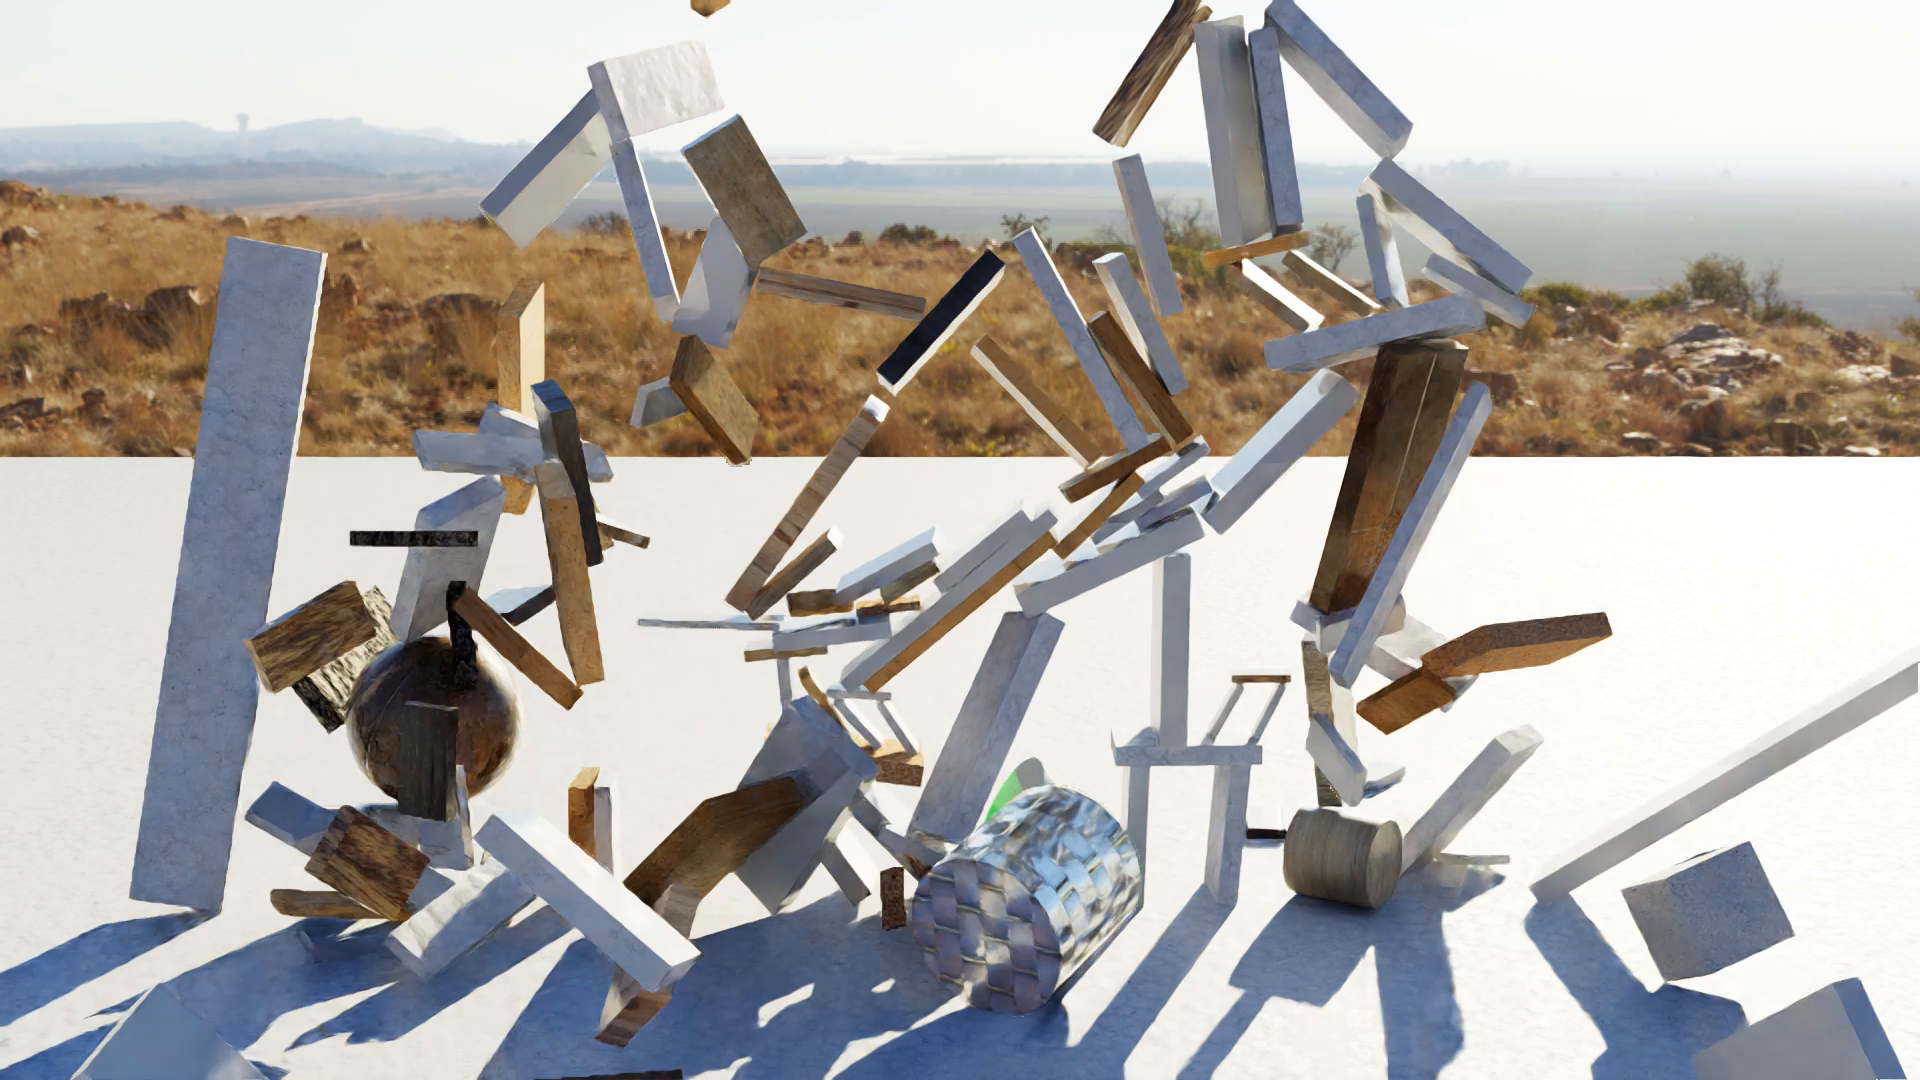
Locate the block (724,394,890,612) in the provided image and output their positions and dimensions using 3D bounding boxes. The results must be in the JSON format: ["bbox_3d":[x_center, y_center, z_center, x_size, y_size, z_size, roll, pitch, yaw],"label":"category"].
[{"bbox_3d":[-0.245,-0.059,3.530,0.037,0.387,0.130,36,13,-5],"label":"block"}]

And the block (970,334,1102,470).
[{"bbox_3d":[0.122,-0.221,3.541,0.026,0.268,0.092,-44,1,-5],"label":"block"}]

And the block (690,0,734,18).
[{"bbox_3d":[-0.326,-0.908,3.391,0.033,0.118,0.236,31,49,16],"label":"block"}]

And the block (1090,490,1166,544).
[{"bbox_3d":[0.266,-0.041,3.549,0.134,0.019,0.067,-34,9,2],"label":"block"}]

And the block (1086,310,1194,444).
[{"bbox_3d":[0.289,-0.265,3.572,0.034,0.239,0.120,-36,6,1],"label":"block"}]

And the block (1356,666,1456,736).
[{"bbox_3d":[0.693,0.251,3.425,0.142,0.071,0.020,-37,26,41],"label":"block"}]

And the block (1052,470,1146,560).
[{"bbox_3d":[0.219,-0.044,3.544,0.182,0.026,0.091,-44,7,3],"label":"block"}]

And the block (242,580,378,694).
[{"bbox_3d":[-0.892,0.132,3.022,0.024,0.085,0.170,6,31,45],"label":"block"}]

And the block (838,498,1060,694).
[{"bbox_3d":[-0.018,0.091,3.573,0.442,0.027,0.095,-40,8,8],"label":"block"}]

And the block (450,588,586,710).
[{"bbox_3d":[-0.558,0.141,2.791,0.115,0.033,0.230,40,-10,17],"label":"block"}]

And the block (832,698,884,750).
[{"bbox_3d":[-0.168,0.298,3.627,0.015,0.106,0.053,-41,9,7],"label":"block"}]

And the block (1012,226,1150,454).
[{"bbox_3d":[0.194,-0.321,3.521,0.034,0.387,0.120,-29,8,8],"label":"block"}]

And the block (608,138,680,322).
[{"bbox_3d":[-0.489,-0.482,3.437,0.037,0.258,0.129,-16,-10,-4],"label":"block"}]

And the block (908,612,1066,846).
[{"bbox_3d":[0.042,0.300,3.539,0.044,0.391,0.157,29,-12,-19],"label":"block"}]

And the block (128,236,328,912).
[{"bbox_3d":[-1.178,0.061,3.537,0.147,1.080,0.042,10,5,-7],"label":"block"}]

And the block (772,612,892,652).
[{"bbox_3d":[-0.207,0.146,3.572,0.191,0.027,0.095,-7,12,0],"label":"block"}]

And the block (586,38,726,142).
[{"bbox_3d":[-0.468,-0.701,3.415,0.033,0.118,0.302,-13,13,27],"label":"block"}]

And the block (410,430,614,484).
[{"bbox_3d":[-0.655,-0.122,3.234,0.303,0.019,0.066,3,44,-39],"label":"block"}]

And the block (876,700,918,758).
[{"bbox_3d":[-0.104,0.305,3.629,0.015,0.106,0.053,-32,9,6],"label":"block"}]

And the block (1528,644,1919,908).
[{"bbox_3d":[1.305,0.316,3.453,0.943,0.041,0.144,-38,-8,27],"label":"block"}]

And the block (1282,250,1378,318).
[{"bbox_3d":[0.582,-0.401,3.453,0.160,0.023,0.080,35,15,9],"label":"block"}]

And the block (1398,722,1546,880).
[{"bbox_3d":[0.847,0.440,3.705,0.042,0.311,0.147,47,29,22],"label":"block"}]

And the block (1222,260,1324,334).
[{"bbox_3d":[0.499,-0.387,3.501,0.160,0.023,0.080,39,24,12],"label":"block"}]

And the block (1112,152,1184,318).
[{"bbox_3d":[0.299,-0.488,3.508,0.036,0.257,0.128,-17,9,2],"label":"block"}]

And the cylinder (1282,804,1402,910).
[{"bbox_3d":[0.632,0.522,3.630,0.148,0.148,0.148,7,13,34],"label":"cylinder"}]

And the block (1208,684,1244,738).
[{"bbox_3d":[0.436,0.276,3.605,0.014,0.097,0.049,29,12,0],"label":"block"}]

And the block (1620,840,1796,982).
[{"bbox_3d":[1.102,0.549,3.246,0.149,0.149,0.149,-20,-11,-14],"label":"block"}]

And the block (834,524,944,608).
[{"bbox_3d":[-0.113,0.042,3.568,0.184,0.026,0.092,-28,13,13],"label":"block"}]

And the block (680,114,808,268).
[{"bbox_3d":[-0.300,-0.484,3.055,0.095,0.189,0.027,-33,25,-7],"label":"block"}]

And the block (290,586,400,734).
[{"bbox_3d":[-1.038,0.201,3.760,0.042,0.147,0.294,-32,10,23],"label":"block"}]

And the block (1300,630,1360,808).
[{"bbox_3d":[0.620,0.281,3.668,0.042,0.293,0.147,-2,17,23],"label":"block"}]

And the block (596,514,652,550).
[{"bbox_3d":[-0.518,-0.019,3.230,0.066,0.019,0.131,26,2,29],"label":"block"}]

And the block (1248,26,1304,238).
[{"bbox_3d":[0.500,-0.640,3.498,0.041,0.313,0.146,-8,-5,5],"label":"block"}]

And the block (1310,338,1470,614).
[{"bbox_3d":[0.679,-0.100,3.493,0.156,0.449,0.044,-9,32,-35],"label":"block"}]

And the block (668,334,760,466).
[{"bbox_3d":[-0.368,-0.209,3.298,0.027,0.189,0.094,-13,46,24],"label":"block"}]

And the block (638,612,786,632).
[{"bbox_3d":[-0.402,0.132,3.572,0.235,0.013,0.047,1,14,7],"label":"block"}]

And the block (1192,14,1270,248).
[{"bbox_3d":[0.430,-0.646,3.469,0.036,0.347,0.128,-2,16,28],"label":"block"}]

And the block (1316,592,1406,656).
[{"bbox_3d":[0.635,0.133,3.484,0.142,0.071,0.020,-17,49,-5],"label":"block"}]

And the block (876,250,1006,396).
[{"bbox_3d":[-0.031,-0.343,3.489,0.037,0.259,0.130,42,-3,1],"label":"block"}]

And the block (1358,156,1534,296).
[{"bbox_3d":[0.759,-0.486,3.454,0.292,0.041,0.146,39,3,2],"label":"block"}]

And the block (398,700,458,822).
[{"bbox_3d":[-0.799,0.332,3.302,0.085,0.170,0.024,6,9,22],"label":"block"}]

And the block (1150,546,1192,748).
[{"bbox_3d":[0.342,0.166,3.590,0.044,0.314,0.157,0,10,-1],"label":"block"}]

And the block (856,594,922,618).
[{"bbox_3d":[-0.116,0.108,3.592,0.104,0.015,0.052,-7,10,1],"label":"block"}]

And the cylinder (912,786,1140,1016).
[{"bbox_3d":[0.099,0.525,3.227,0.248,0.248,0.248,6,23,31],"label":"cylinder"}]

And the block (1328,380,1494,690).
[{"bbox_3d":[0.699,-0.008,3.399,0.025,0.510,0.090,24,-10,25],"label":"block"}]

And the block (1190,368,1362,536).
[{"bbox_3d":[0.502,-0.144,3.529,0.044,0.311,0.156,44,6,-9],"label":"block"}]

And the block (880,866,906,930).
[{"bbox_3d":[-0.107,0.569,3.494,0.013,0.094,0.047,10,-22,-35],"label":"block"}]

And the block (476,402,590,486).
[{"bbox_3d":[-0.671,-0.138,3.468,0.185,0.093,0.026,23,24,-6],"label":"block"}]

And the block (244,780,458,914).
[{"bbox_3d":[-0.933,0.499,3.442,0.375,0.023,0.081,30,33,-1],"label":"block"}]

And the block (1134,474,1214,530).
[{"bbox_3d":[0.342,-0.061,3.540,0.134,0.019,0.067,-29,9,8],"label":"block"}]

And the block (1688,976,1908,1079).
[{"bbox_3d":[0.991,0.635,2.605,0.041,0.144,0.287,-7,-27,-24],"label":"block"}]

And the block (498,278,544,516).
[{"bbox_3d":[-0.710,-0.230,3.568,0.037,0.368,0.129,9,34,3],"label":"block"}]

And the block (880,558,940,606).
[{"bbox_3d":[-0.082,0.065,3.576,0.104,0.015,0.052,-33,19,4],"label":"block"}]

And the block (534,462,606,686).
[{"bbox_3d":[-0.447,0.038,2.516,0.033,0.230,0.115,-11,24,-14],"label":"block"}]

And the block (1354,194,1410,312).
[{"bbox_3d":[0.664,-0.445,3.450,0.025,0.179,0.090,-18,-22,26],"label":"block"}]

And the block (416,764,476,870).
[{"bbox_3d":[-0.785,0.420,3.343,0.081,0.161,0.023,1,12,23],"label":"block"}]

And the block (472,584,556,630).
[{"bbox_3d":[-0.755,0.114,3.671,0.093,0.026,0.196,-36,18,-34],"label":"block"}]

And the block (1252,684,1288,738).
[{"bbox_3d":[0.507,0.276,3.604,0.014,0.097,0.049,26,10,3],"label":"block"}]

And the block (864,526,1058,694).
[{"bbox_3d":[0.000,0.109,3.583,0.392,0.026,0.091,-40,8,8],"label":"block"}]
